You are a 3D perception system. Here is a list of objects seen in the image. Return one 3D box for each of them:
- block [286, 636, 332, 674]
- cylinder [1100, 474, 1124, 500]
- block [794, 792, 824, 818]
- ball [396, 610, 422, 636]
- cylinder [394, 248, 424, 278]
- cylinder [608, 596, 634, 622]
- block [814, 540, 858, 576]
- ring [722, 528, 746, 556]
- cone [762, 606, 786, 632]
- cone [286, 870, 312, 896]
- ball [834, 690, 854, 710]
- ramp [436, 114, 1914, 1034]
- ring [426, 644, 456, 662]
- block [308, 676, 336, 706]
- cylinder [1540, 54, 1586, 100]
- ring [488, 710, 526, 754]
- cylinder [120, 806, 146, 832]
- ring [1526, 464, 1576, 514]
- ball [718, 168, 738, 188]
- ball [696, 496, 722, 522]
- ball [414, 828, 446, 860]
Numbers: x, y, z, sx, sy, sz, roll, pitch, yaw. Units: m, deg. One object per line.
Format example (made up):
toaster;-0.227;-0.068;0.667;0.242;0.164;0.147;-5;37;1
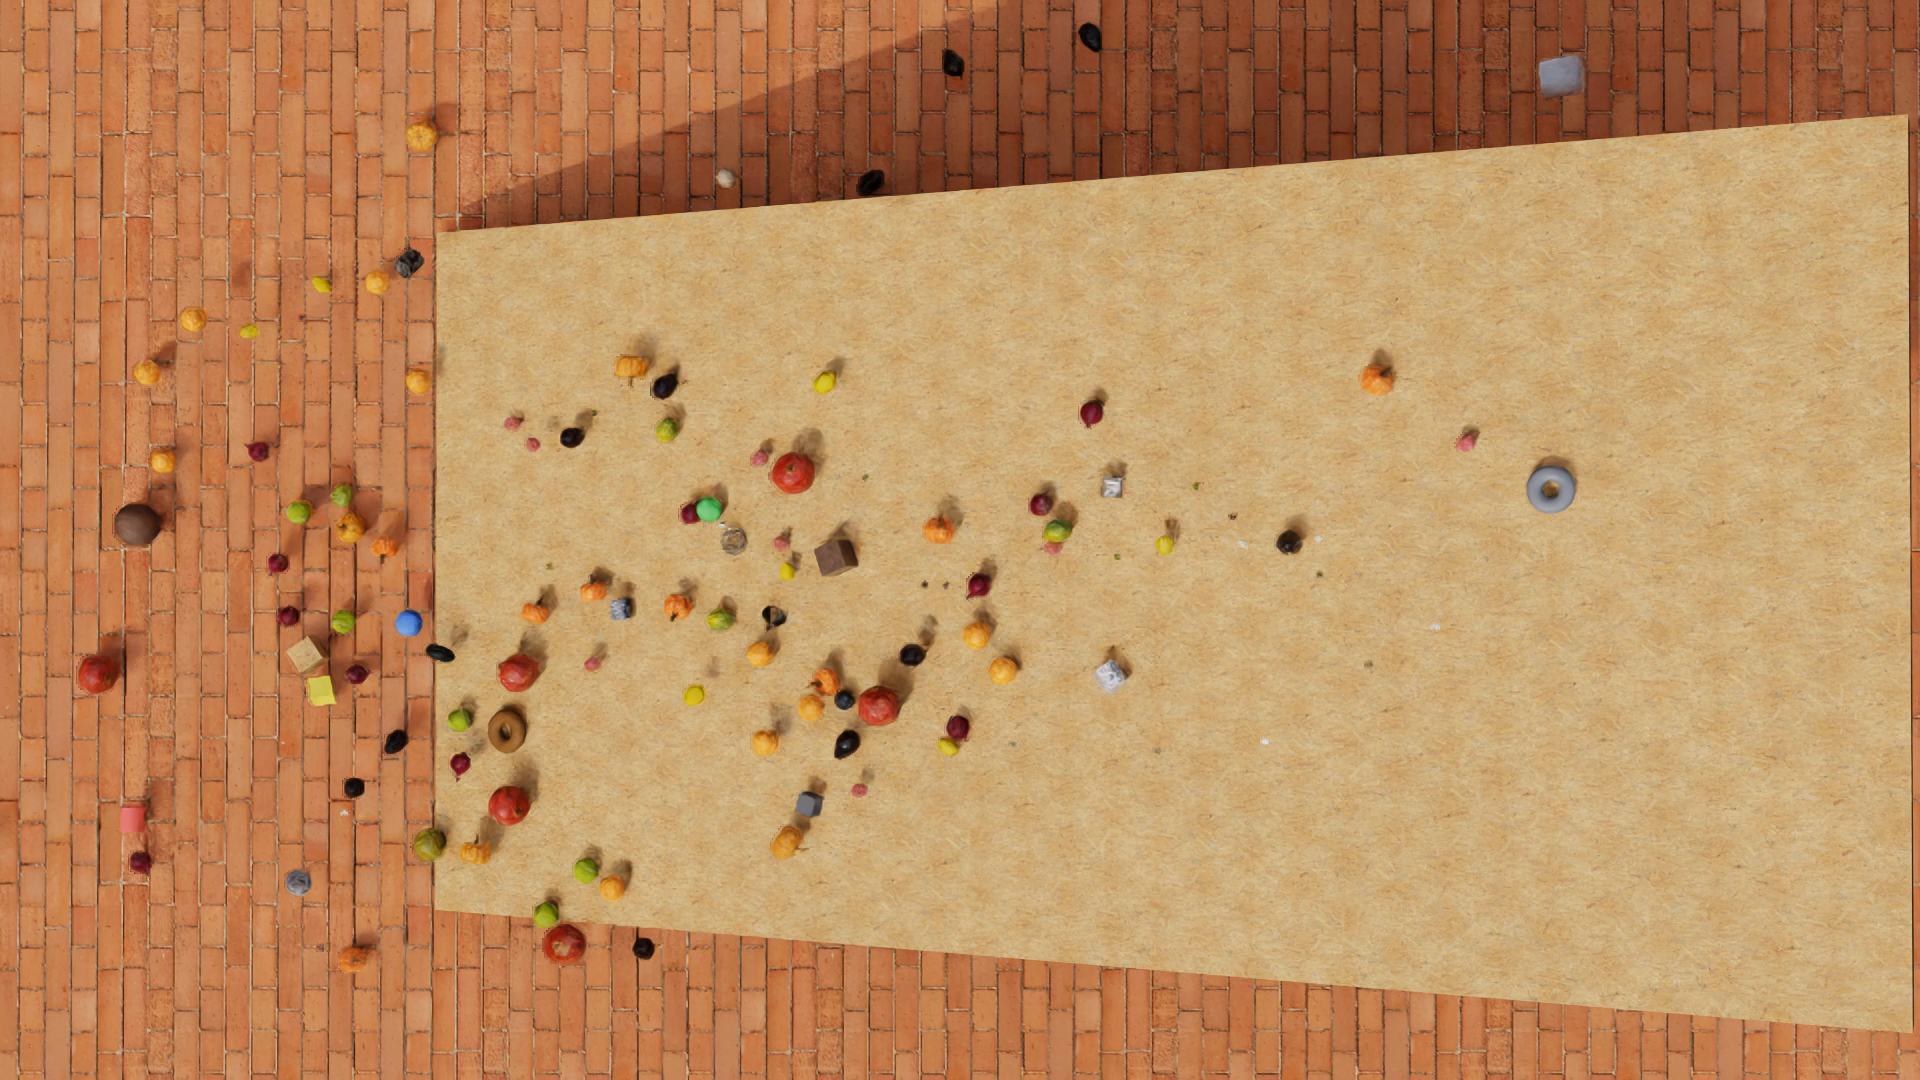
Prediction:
block;-1.936;0.341;6.540;0.079;0.079;0.079;-35;85;2
cylinder;0.383;-0.134;5.554;0.053;0.053;0.053;-10;114;0
block;-0.405;0.712;5.921;0.051;0.051;0.051;15;96;25
ball;-1.626;0.246;6.490;0.079;0.079;0.079;0;89;0
cylinder;-1.617;-0.812;6.454;0.062;0.062;0.062;32;53;0
cylinder;-0.954;0.194;6.180;0.055;0.055;0.055;-23;120;0
block;-0.331;0.048;5.879;0.076;0.076;0.076;-23;80;23
ring;-0.622;0.005;6.046;0.076;0.025;0.076;0;90;24
cone;-0.515;0.228;5.989;0.068;0.068;0.068;27;131;0
cone;-1.978;1.025;6.538;0.077;0.077;0.077;0;89;0
ball;-0.309;0.428;5.876;0.054;0.054;0.054;0;89;0
ramp;0.282;0.081;5.686;4.000;0.100;2.000;0;89;25
ring;-1.512;0.330;6.397;0.089;0.089;0.030;22;95;0
block;-1.895;0.449;6.537;0.063;0.063;0.063;-9;64;-9
cylinder;1.539;-1.183;5.617;0.097;0.097;0.097;-6;89;26
ring;-1.310;0.553;6.355;0.128;0.043;0.128;0;90;27
cylinder;-2.454;0.827;6.521;0.069;0.069;0.069;4;89;0
ring;1.370;-0.118;5.097;0.114;0.038;0.114;0;90;27
ball;-0.648;-1.007;6.121;0.056;0.056;0.056;0;89;0
ball;-0.689;-0.085;6.051;0.070;0.070;0.070;0;89;0
ball;-1.552;0.891;6.438;0.094;0.094;0.094;0;89;0
